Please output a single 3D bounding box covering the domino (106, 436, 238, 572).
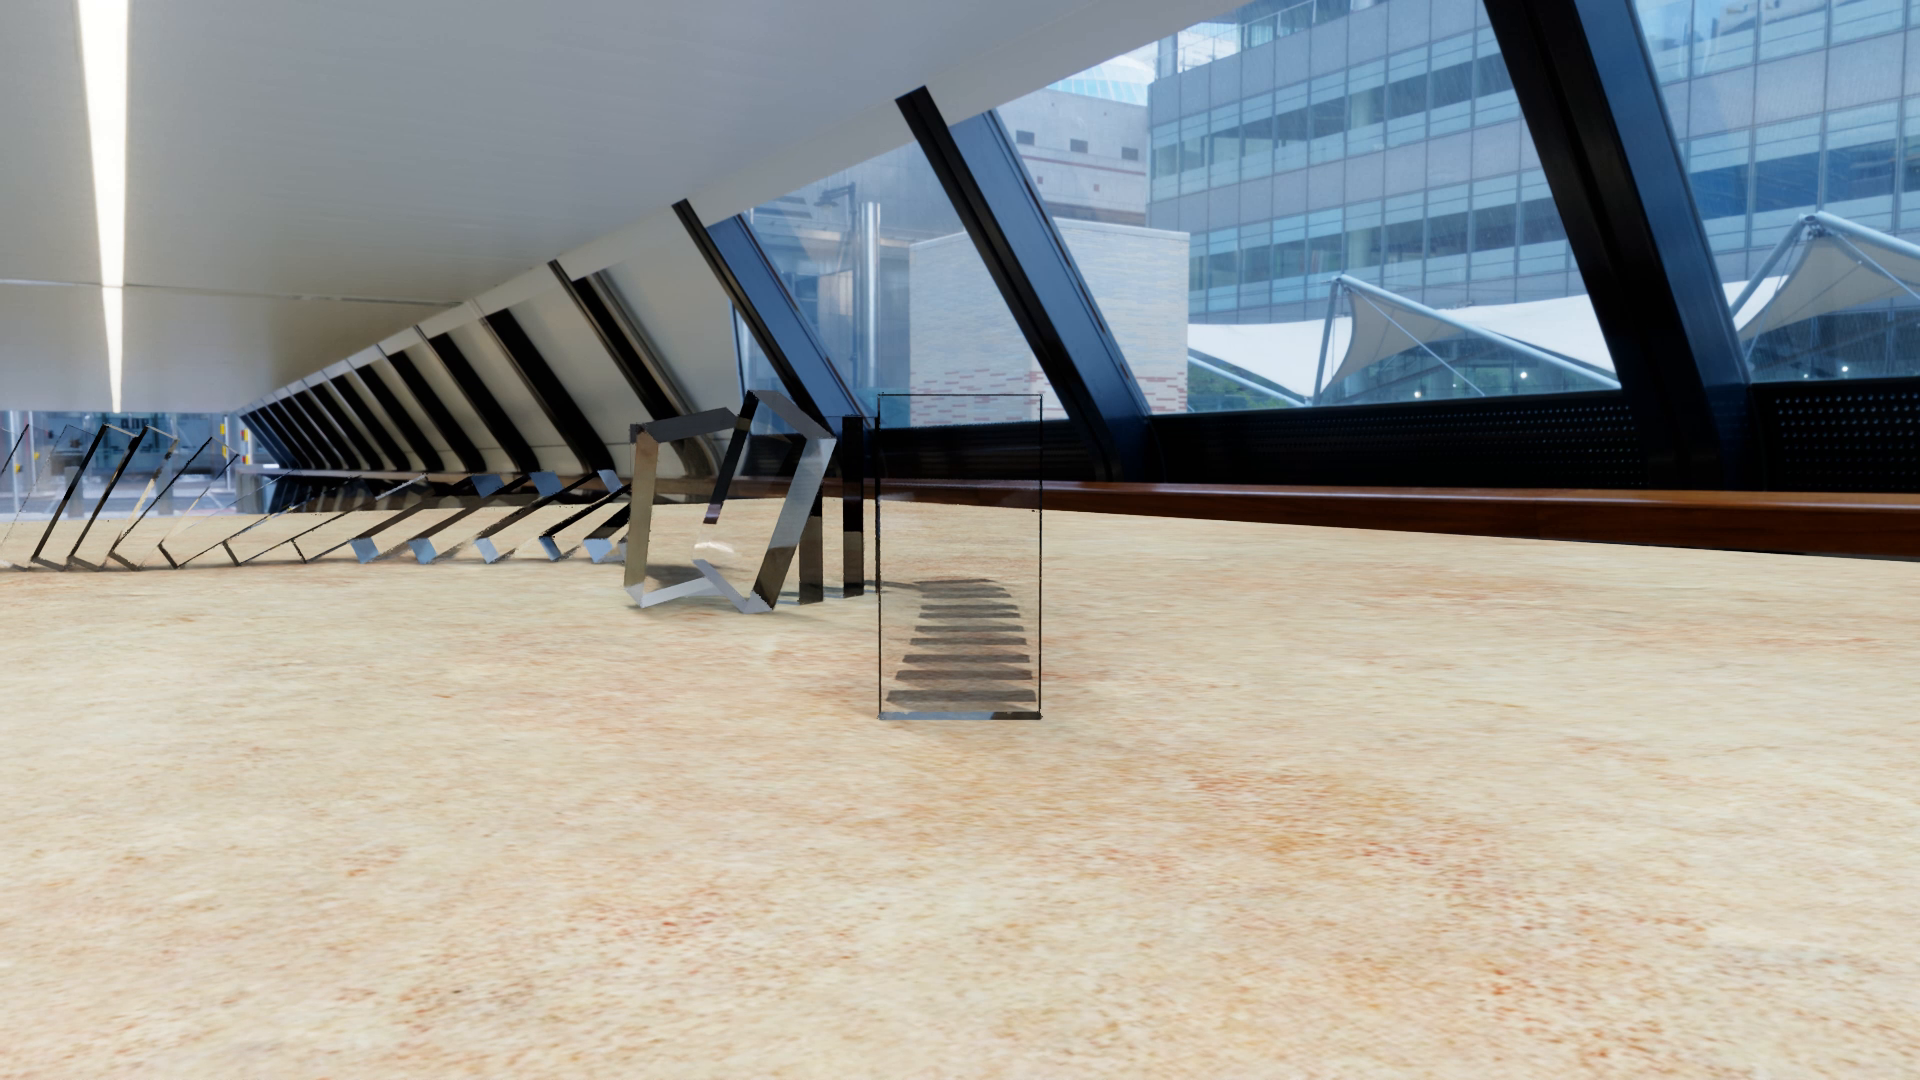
[{"bbox_3d":[-0.270,-0.013,0.442,0.010,0.050,0.025,41,-15,-24],"label":"domino"}]

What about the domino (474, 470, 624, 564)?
[{"bbox_3d":[-0.148,-0.009,0.465,0.050,0.010,0.025,-30,4,0],"label":"domino"}]

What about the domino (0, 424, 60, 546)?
[{"bbox_3d":[-0.321,-0.014,0.432,0.010,0.050,0.025,28,-12,-32],"label":"domino"}]

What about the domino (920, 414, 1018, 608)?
[{"bbox_3d":[0.002,-0.008,0.336,0.025,0.050,0.009,0,4,-1],"label":"domino"}]

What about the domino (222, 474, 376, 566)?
[{"bbox_3d":[-0.237,-0.008,0.462,0.050,0.010,0.025,-31,16,-21],"label":"domino"}]

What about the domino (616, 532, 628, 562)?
[{"bbox_3d":[-0.093,-0.009,0.442,0.050,0.010,0.025,-39,-19,32],"label":"domino"}]

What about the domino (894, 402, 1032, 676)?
[{"bbox_3d":[0.001,0.000,0.238,0.025,0.050,0.009,0,4,2],"label":"domino"}]

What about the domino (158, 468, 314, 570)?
[{"bbox_3d":[-0.254,-0.008,0.451,0.050,0.010,0.025,-36,19,-21],"label":"domino"}]

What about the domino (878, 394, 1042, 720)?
[{"bbox_3d":[0.000,0.002,0.201,0.025,0.050,0.009,0,4,0],"label":"domino"}]

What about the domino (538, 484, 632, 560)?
[{"bbox_3d":[-0.127,-0.010,0.469,0.050,0.009,0.025,-31,3,0],"label":"domino"}]

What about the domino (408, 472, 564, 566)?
[{"bbox_3d":[-0.169,-0.008,0.461,0.050,0.010,0.025,-29,2,5],"label":"domino"}]

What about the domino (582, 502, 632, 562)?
[{"bbox_3d":[-0.107,-0.010,0.456,0.050,0.009,0.025,-34,-10,20],"label":"domino"}]

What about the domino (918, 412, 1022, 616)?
[{"bbox_3d":[0.002,-0.006,0.320,0.025,0.050,0.009,0,4,0],"label":"domino"}]

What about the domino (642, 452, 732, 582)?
[{"bbox_3d":[-0.082,-0.006,0.384,0.025,0.009,0.050,-1,-37,-13],"label":"domino"}]

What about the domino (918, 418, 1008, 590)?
[{"bbox_3d":[0.001,-0.011,0.376,0.025,0.050,0.009,0,4,-5],"label":"domino"}]

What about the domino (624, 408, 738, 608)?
[{"bbox_3d":[-0.071,-0.008,0.330,0.025,0.050,0.009,-18,45,-40],"label":"domino"}]

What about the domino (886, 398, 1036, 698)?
[{"bbox_3d":[0.000,0.001,0.218,0.025,0.050,0.010,0,4,1],"label":"domino"}]

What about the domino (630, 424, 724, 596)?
[{"bbox_3d":[-0.076,-0.007,0.348,0.025,0.050,0.010,-1,36,-14],"label":"domino"}]

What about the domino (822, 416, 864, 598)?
[{"bbox_3d":[-0.040,-0.010,0.362,0.025,0.050,0.009,3,5,32],"label":"domino"}]

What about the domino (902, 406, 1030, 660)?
[{"bbox_3d":[0.001,-0.002,0.256,0.025,0.050,0.010,0,4,2],"label":"domino"}]

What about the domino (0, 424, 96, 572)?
[{"bbox_3d":[-0.311,-0.015,0.438,0.010,0.050,0.025,28,-12,-33],"label":"domino"}]

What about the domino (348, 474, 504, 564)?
[{"bbox_3d":[-0.191,-0.008,0.465,0.050,0.010,0.025,-27,2,5],"label":"domino"}]

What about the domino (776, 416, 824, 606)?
[{"bbox_3d":[-0.050,-0.009,0.348,0.025,0.050,0.009,3,5,35],"label":"domino"}]

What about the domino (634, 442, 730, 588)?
[{"bbox_3d":[-0.079,-0.006,0.366,0.025,0.050,0.010,-1,47,-13],"label":"domino"}]

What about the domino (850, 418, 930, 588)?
[{"bbox_3d":[-0.021,-0.012,0.391,0.010,0.050,0.025,-4,6,-45],"label":"domino"}]

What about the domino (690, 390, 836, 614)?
[{"bbox_3d":[-0.050,-0.010,0.322,0.009,0.050,0.025,-5,36,-48],"label":"domino"}]

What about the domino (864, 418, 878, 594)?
[{"bbox_3d":[-0.032,-0.011,0.375,0.025,0.050,0.009,3,5,33],"label":"domino"}]

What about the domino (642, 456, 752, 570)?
[{"bbox_3d":[-0.087,-0.008,0.421,0.025,0.010,0.050,-1,-33,-27],"label":"domino"}]

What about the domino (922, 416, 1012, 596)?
[{"bbox_3d":[0.002,-0.009,0.361,0.025,0.050,0.009,0,4,-3],"label":"domino"}]

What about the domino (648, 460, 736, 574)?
[{"bbox_3d":[-0.085,-0.007,0.403,0.025,0.009,0.050,-1,-33,-14],"label":"domino"}]

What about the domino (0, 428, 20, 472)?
[{"bbox_3d":[-0.329,-0.014,0.426,0.010,0.050,0.025,28,-12,-32],"label":"domino"}]

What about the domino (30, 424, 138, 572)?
[{"bbox_3d":[-0.298,-0.015,0.438,0.010,0.050,0.025,27,-9,-27],"label":"domino"}]

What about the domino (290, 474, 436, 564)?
[{"bbox_3d":[-0.219,-0.008,0.472,0.050,0.010,0.025,-30,16,-21],"label":"domino"}]

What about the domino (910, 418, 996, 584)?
[{"bbox_3d":[-0.002,-0.012,0.397,0.025,0.050,0.010,-2,5,-22],"label":"domino"}]

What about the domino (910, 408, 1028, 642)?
[{"bbox_3d":[0.002,-0.003,0.278,0.025,0.050,0.009,0,4,1],"label":"domino"}]

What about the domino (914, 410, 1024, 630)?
[{"bbox_3d":[0.002,-0.005,0.297,0.025,0.050,0.009,0,4,1],"label":"domino"}]

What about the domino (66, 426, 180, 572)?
[{"bbox_3d":[-0.285,-0.015,0.438,0.010,0.050,0.025,30,-10,-26],"label":"domino"}]
